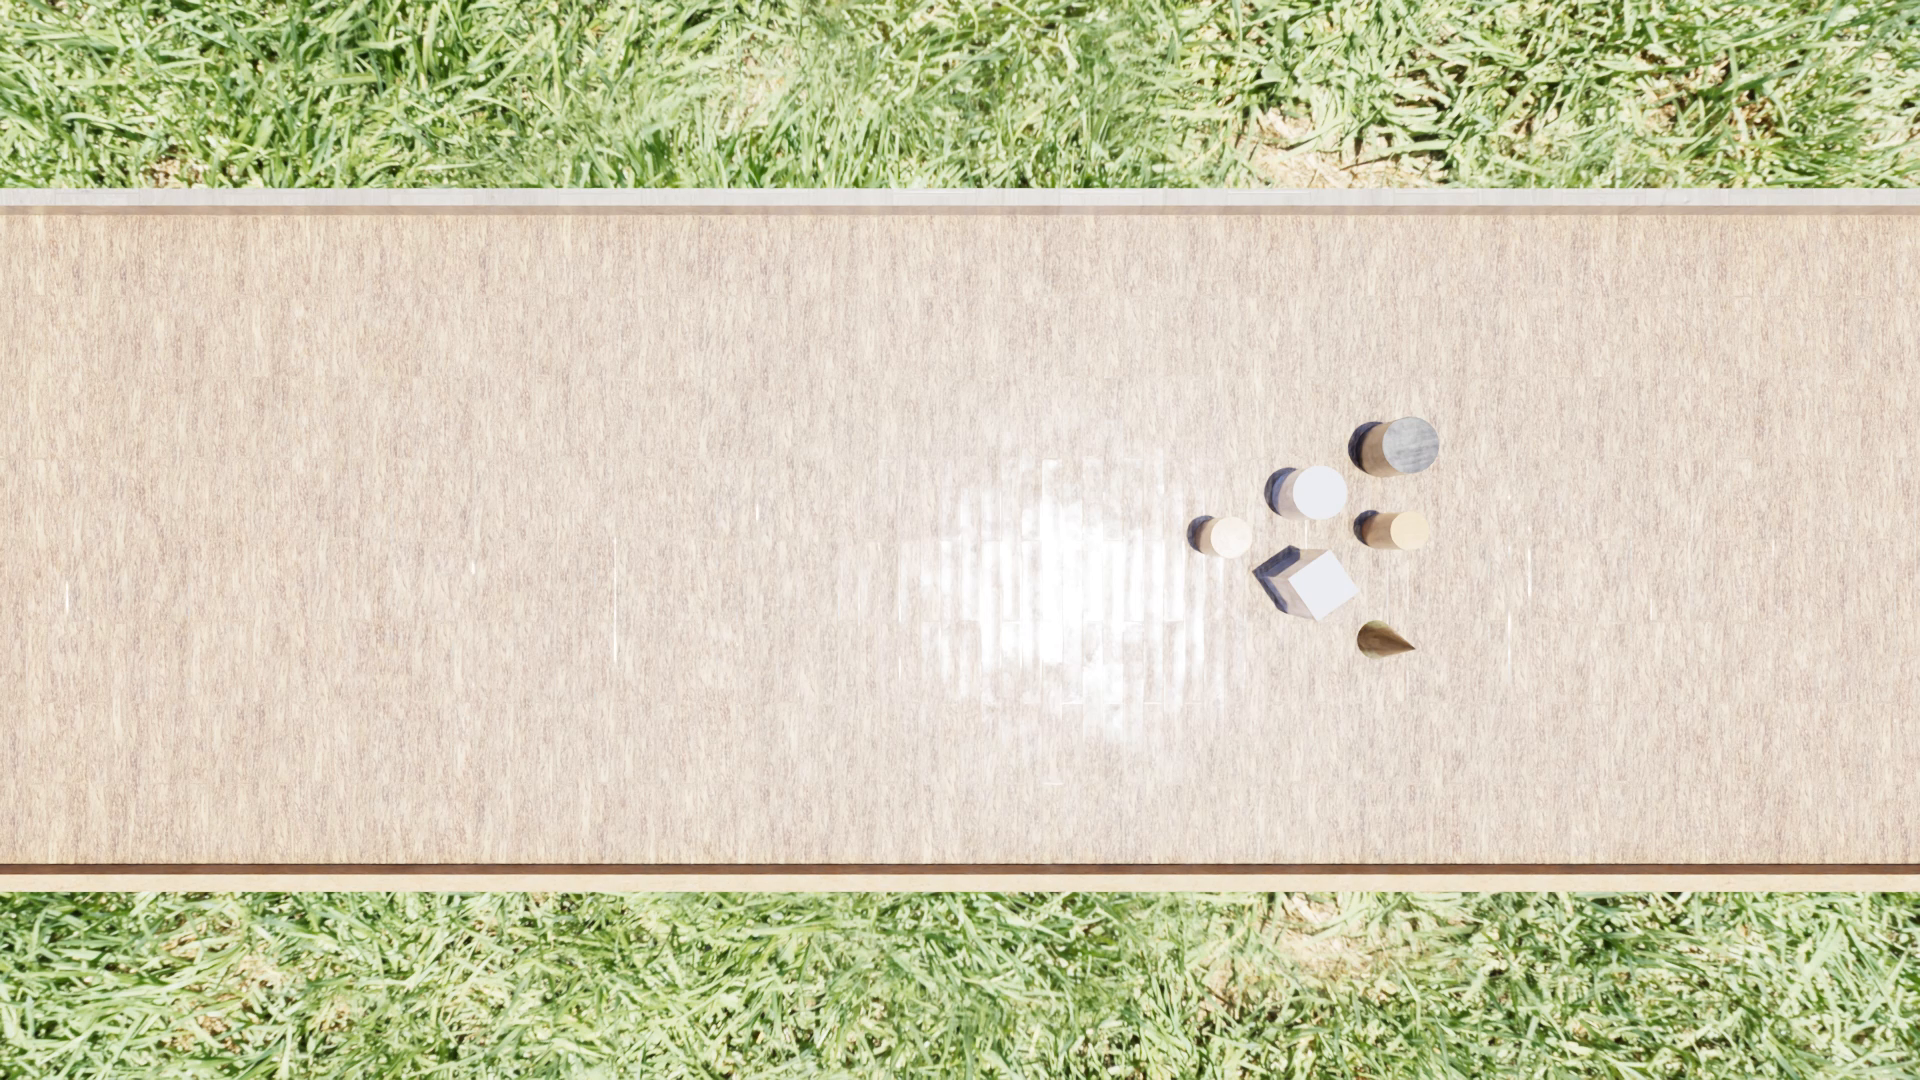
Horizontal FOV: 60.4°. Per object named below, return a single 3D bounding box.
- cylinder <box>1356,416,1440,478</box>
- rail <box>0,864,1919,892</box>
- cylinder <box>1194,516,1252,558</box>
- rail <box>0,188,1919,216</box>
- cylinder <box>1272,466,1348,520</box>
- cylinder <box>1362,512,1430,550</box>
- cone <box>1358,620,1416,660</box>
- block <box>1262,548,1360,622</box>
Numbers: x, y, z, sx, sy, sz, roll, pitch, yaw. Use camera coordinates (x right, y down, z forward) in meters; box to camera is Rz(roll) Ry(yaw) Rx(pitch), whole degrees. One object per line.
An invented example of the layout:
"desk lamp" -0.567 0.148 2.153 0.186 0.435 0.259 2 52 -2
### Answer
"cylinder" 1.299 -0.274 4.914 0.164 0.325 0.164 0 90 0
"rail" -2.247 1.025 5.001 12.000 0.150 0.050 0 90 0
"cylinder" 0.780 -0.007 4.908 0.119 0.338 0.119 0 90 0
"rail" -2.247 -1.025 5.002 12.000 0.150 0.050 0 90 0
"cylinder" 1.037 -0.136 4.913 0.156 0.328 0.156 0 90 0
"cylinder" 1.290 -0.026 4.902 0.111 0.349 0.111 0 90 0
"cone" 1.282 0.307 4.853 0.120 0.447 0.120 0 90 0
"block" 1.028 0.128 4.868 0.146 0.416 0.146 -35 90 0
